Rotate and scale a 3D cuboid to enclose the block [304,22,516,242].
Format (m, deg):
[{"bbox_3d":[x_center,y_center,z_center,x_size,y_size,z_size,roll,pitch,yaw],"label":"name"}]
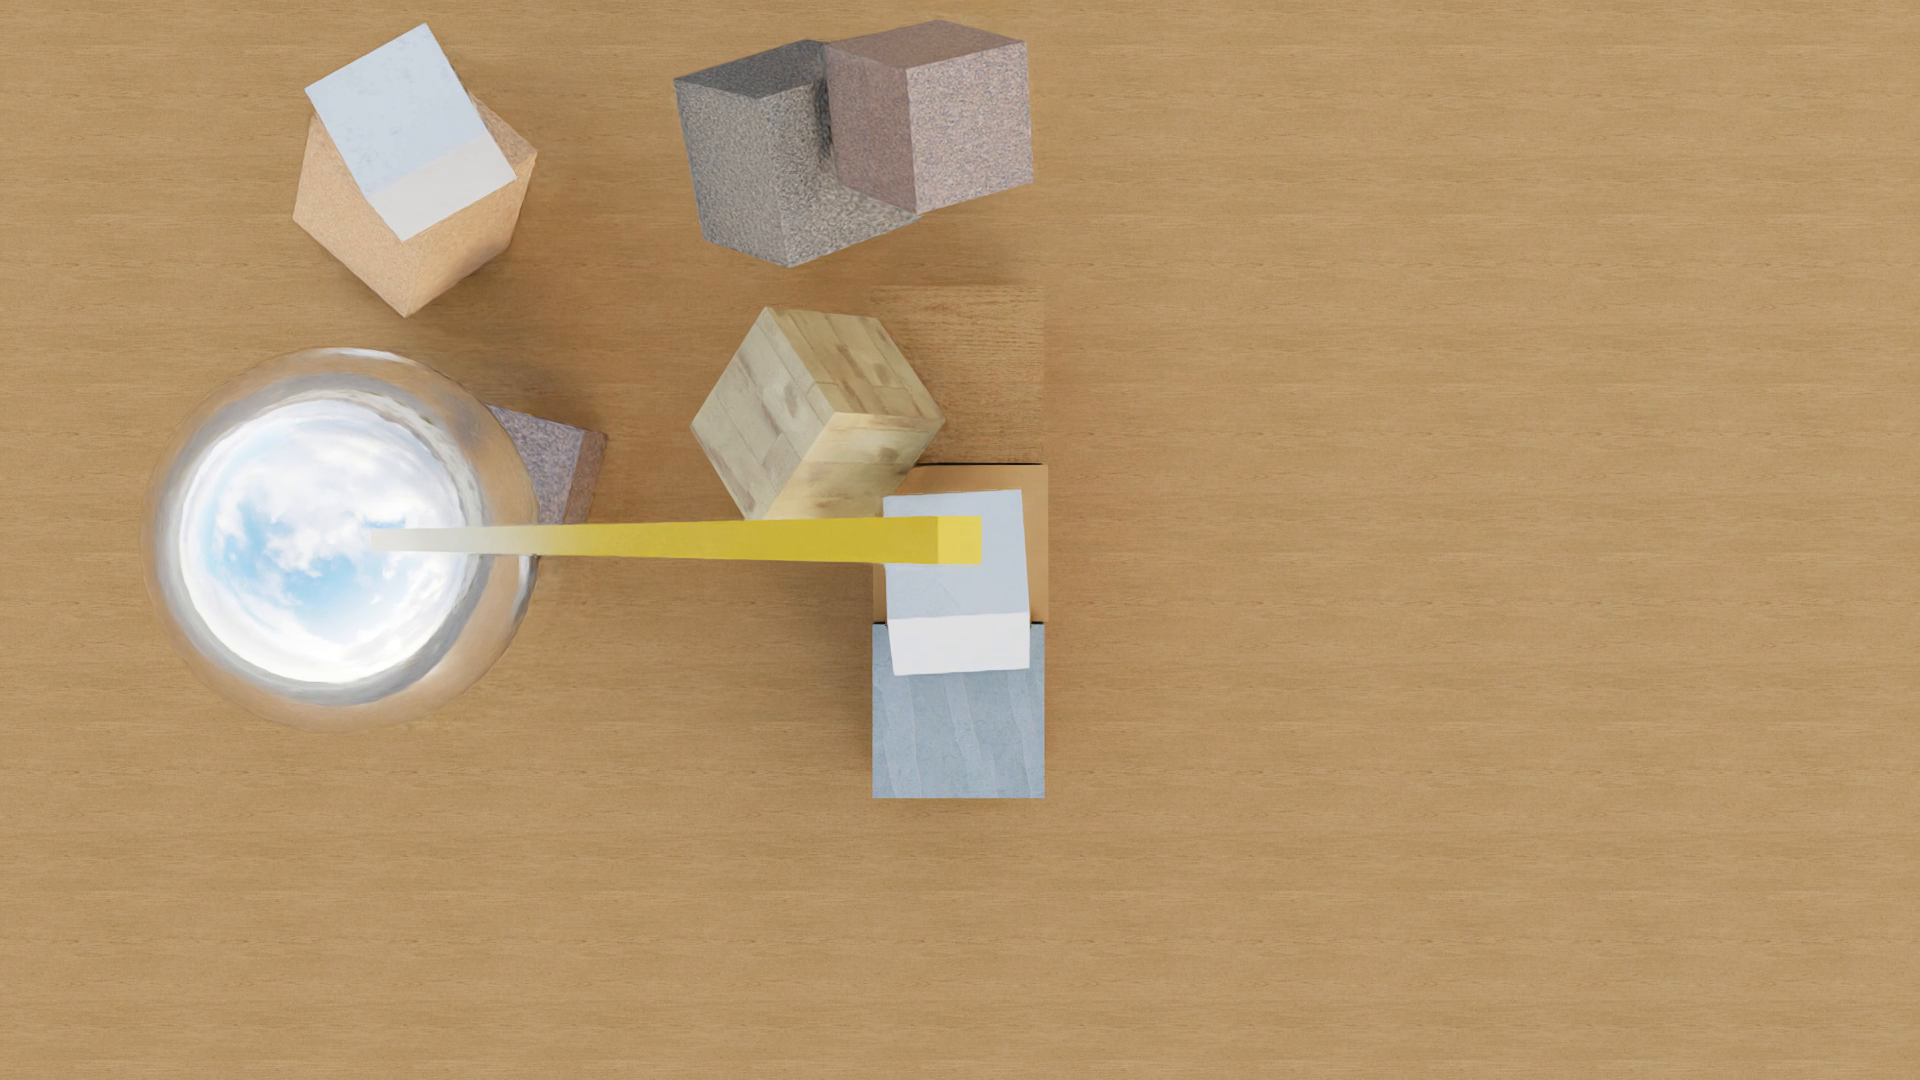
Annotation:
[{"bbox_3d":[-2.838,-2.107,11.425,0.696,0.669,0.681,-30,80,-4],"label":"block"}]

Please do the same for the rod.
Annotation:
[{"bbox_3d":[-1.102,0.000,6.016,0.080,5.200,0.080,0,90,-25],"label":"rod"}]

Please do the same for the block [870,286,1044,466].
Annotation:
[{"bbox_3d":[-0.017,-0.916,12.574,0.959,0.852,0.980,0,90,0],"label":"block"}]

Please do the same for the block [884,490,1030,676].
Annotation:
[{"bbox_3d":[-0.016,0.230,11.658,0.725,0.681,0.718,-3,62,0],"label":"block"}]

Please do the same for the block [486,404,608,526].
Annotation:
[{"bbox_3d":[-2.565,-0.371,12.637,0.811,0.695,0.718,14,91,2],"label":"block"}]

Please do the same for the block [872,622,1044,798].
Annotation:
[{"bbox_3d":[-0.008,0.931,12.474,0.935,1.053,0.944,0,90,0],"label":"block"}]

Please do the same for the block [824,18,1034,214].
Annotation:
[{"bbox_3d":[-0.144,-1.997,10.305,0.664,0.689,0.666,-20,120,-30],"label":"block"}]

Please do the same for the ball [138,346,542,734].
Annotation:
[{"bbox_3d":[-2.543,0.000,9.096,1.600,1.600,1.600,0,90,0],"label":"ball"}]

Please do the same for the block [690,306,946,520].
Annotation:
[{"bbox_3d":[-0.773,-0.632,11.850,0.882,0.801,0.794,-53,55,31],"label":"block"}]

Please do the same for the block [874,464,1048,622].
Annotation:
[{"bbox_3d":[0.004,0.018,12.563,0.966,0.873,0.862,0,90,0],"label":"block"}]

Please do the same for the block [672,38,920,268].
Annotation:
[{"bbox_3d":[-0.810,-1.947,10.980,0.812,0.794,0.838,-25,121,-31],"label":"block"}]

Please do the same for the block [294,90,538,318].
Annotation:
[{"bbox_3d":[-3.066,-1.994,12.358,0.877,0.868,0.846,41,52,5],"label":"block"}]
